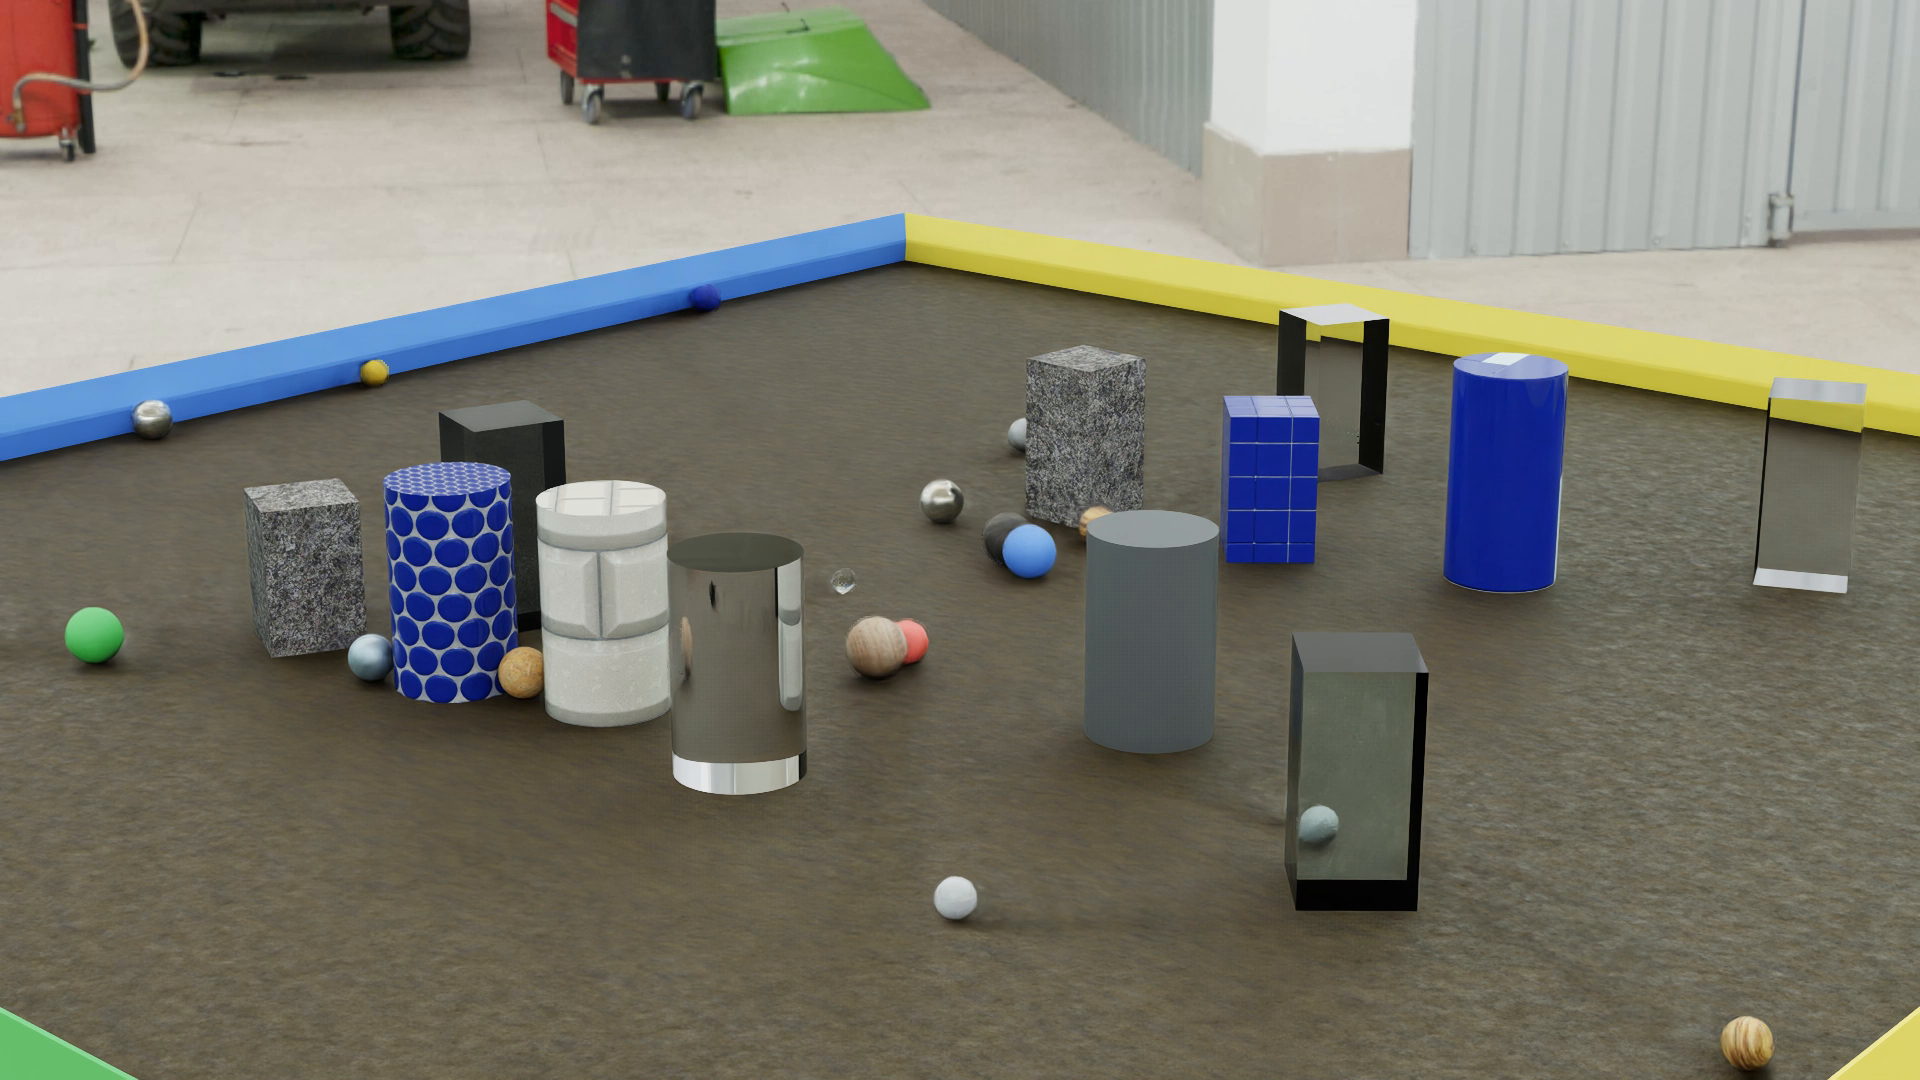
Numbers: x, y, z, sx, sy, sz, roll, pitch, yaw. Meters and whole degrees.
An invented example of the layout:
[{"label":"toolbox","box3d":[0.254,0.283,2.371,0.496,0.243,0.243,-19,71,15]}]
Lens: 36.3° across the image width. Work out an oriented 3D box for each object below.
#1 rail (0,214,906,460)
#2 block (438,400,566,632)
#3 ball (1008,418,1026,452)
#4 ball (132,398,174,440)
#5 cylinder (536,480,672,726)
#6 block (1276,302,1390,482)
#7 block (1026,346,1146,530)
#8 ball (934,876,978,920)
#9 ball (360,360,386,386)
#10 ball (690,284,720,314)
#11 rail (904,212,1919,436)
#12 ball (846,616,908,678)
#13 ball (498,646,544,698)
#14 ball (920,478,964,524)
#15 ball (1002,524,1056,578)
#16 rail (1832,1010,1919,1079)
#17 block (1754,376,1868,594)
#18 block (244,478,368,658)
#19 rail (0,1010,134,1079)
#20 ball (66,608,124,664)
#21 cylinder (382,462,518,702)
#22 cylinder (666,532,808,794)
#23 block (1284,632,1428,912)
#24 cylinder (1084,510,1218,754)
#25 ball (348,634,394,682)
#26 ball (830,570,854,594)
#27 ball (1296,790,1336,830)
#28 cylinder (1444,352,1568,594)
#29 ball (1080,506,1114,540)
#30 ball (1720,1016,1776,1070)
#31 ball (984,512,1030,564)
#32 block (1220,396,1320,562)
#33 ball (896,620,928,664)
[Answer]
[{"label":"rail","box3d":[-1.541,-0.353,6.400,0.045,0.129,4.296,14,22,39]},{"label":"block","box3d":[-0.769,-0.037,4.959,0.159,0.357,0.159,-10,19,-29]},{"label":"ball","box3d":[0.135,-0.217,6.053,0.071,0.071,0.071,0,17,0]},{"label":"ball","box3d":[-1.694,-0.254,6.150,0.085,0.085,0.085,0,17,0]},{"label":"cylinder","box3d":[-0.551,0.097,4.547,0.199,0.338,0.199,0,17,0]},{"label":"block","box3d":[0.745,-0.297,5.884,0.159,0.320,0.159,-8,18,-24]},{"label":"block","box3d":[0.238,-0.196,5.572,0.159,0.307,0.159,16,23,43]},{"label":"ball","box3d":[-0.006,0.465,3.812,0.056,0.056,0.056,0,17,0]},{"label":"ball","box3d":[-1.320,-0.374,6.596,0.058,0.058,0.058,0,17,0]},{"label":"ball","box3d":[-0.638,-0.604,7.337,0.073,0.073,0.073,0,17,0]},{"label":"rail","box3d":[1.393,-0.430,6.656,4.128,0.129,0.045,14,22,39]},{"label":"ball","box3d":[-0.133,0.173,4.708,0.099,0.099,0.099,0,17,0]},{"label":"ball","box3d":[-0.686,0.209,4.618,0.082,0.082,0.082,0,17,0]},{"label":"ball","box3d":[-0.035,-0.074,5.555,0.084,0.084,0.084,0,17,0]},{"label":"ball","box3d":[0.123,0.020,5.223,0.095,0.095,0.095,0,17,0]},{"label":"rail","box3d":[1.541,0.418,3.839,0.045,0.129,4.296,14,22,39]},{"label":"block","box3d":[1.505,-0.099,5.191,0.159,0.341,0.159,6,18,18]},{"label":"block","box3d":[-1.088,0.045,4.875,0.159,0.248,0.159,-7,18,-22]},{"label":"rail","box3d":[-1.393,0.495,3.584,4.128,0.129,0.045,14,22,39]},{"label":"ball","box3d":[-1.410,0.155,4.779,0.092,0.092,0.092,0,17,0]},{"label":"cylinder","box3d":[-0.805,0.065,4.651,0.199,0.338,0.199,0,17,0]},{"label":"cylinder","box3d":[-0.324,0.178,4.280,0.199,0.336,0.199,0,17,0]},{"label":"block","box3d":[0.520,0.304,3.869,0.159,0.331,0.159,0,17,1]},{"label":"cylinder","box3d":[0.289,0.137,4.440,0.199,0.322,0.199,0,17,0]},{"label":"ball","box3d":[-0.943,0.188,4.698,0.075,0.075,0.075,0,17,0]},{"label":"ball","box3d":[-0.206,0.073,5.139,0.042,0.042,0.042,0,17,0]},{"label":"ball","box3d":[0.498,0.378,4.105,0.054,0.054,0.054,0,17,0]},{"label":"cylinder","box3d":[0.964,-0.120,5.183,0.199,0.386,0.199,0,17,0]},{"label":"ball","box3d":[0.257,-0.026,5.412,0.075,0.075,0.075,0,17,0]},{"label":"ball","box3d":[0.915,0.585,3.405,0.062,0.062,0.062,0,17,0]},{"label":"ball","box3d":[0.089,-0.004,5.307,0.092,0.092,0.092,0,17,0]},{"label":"block","box3d":[0.564,-0.112,5.355,0.159,0.272,0.159,0,17,0]},{"label":"ball","box3d":[-0.087,0.166,4.780,0.070,0.070,0.070,0,17,0]}]
